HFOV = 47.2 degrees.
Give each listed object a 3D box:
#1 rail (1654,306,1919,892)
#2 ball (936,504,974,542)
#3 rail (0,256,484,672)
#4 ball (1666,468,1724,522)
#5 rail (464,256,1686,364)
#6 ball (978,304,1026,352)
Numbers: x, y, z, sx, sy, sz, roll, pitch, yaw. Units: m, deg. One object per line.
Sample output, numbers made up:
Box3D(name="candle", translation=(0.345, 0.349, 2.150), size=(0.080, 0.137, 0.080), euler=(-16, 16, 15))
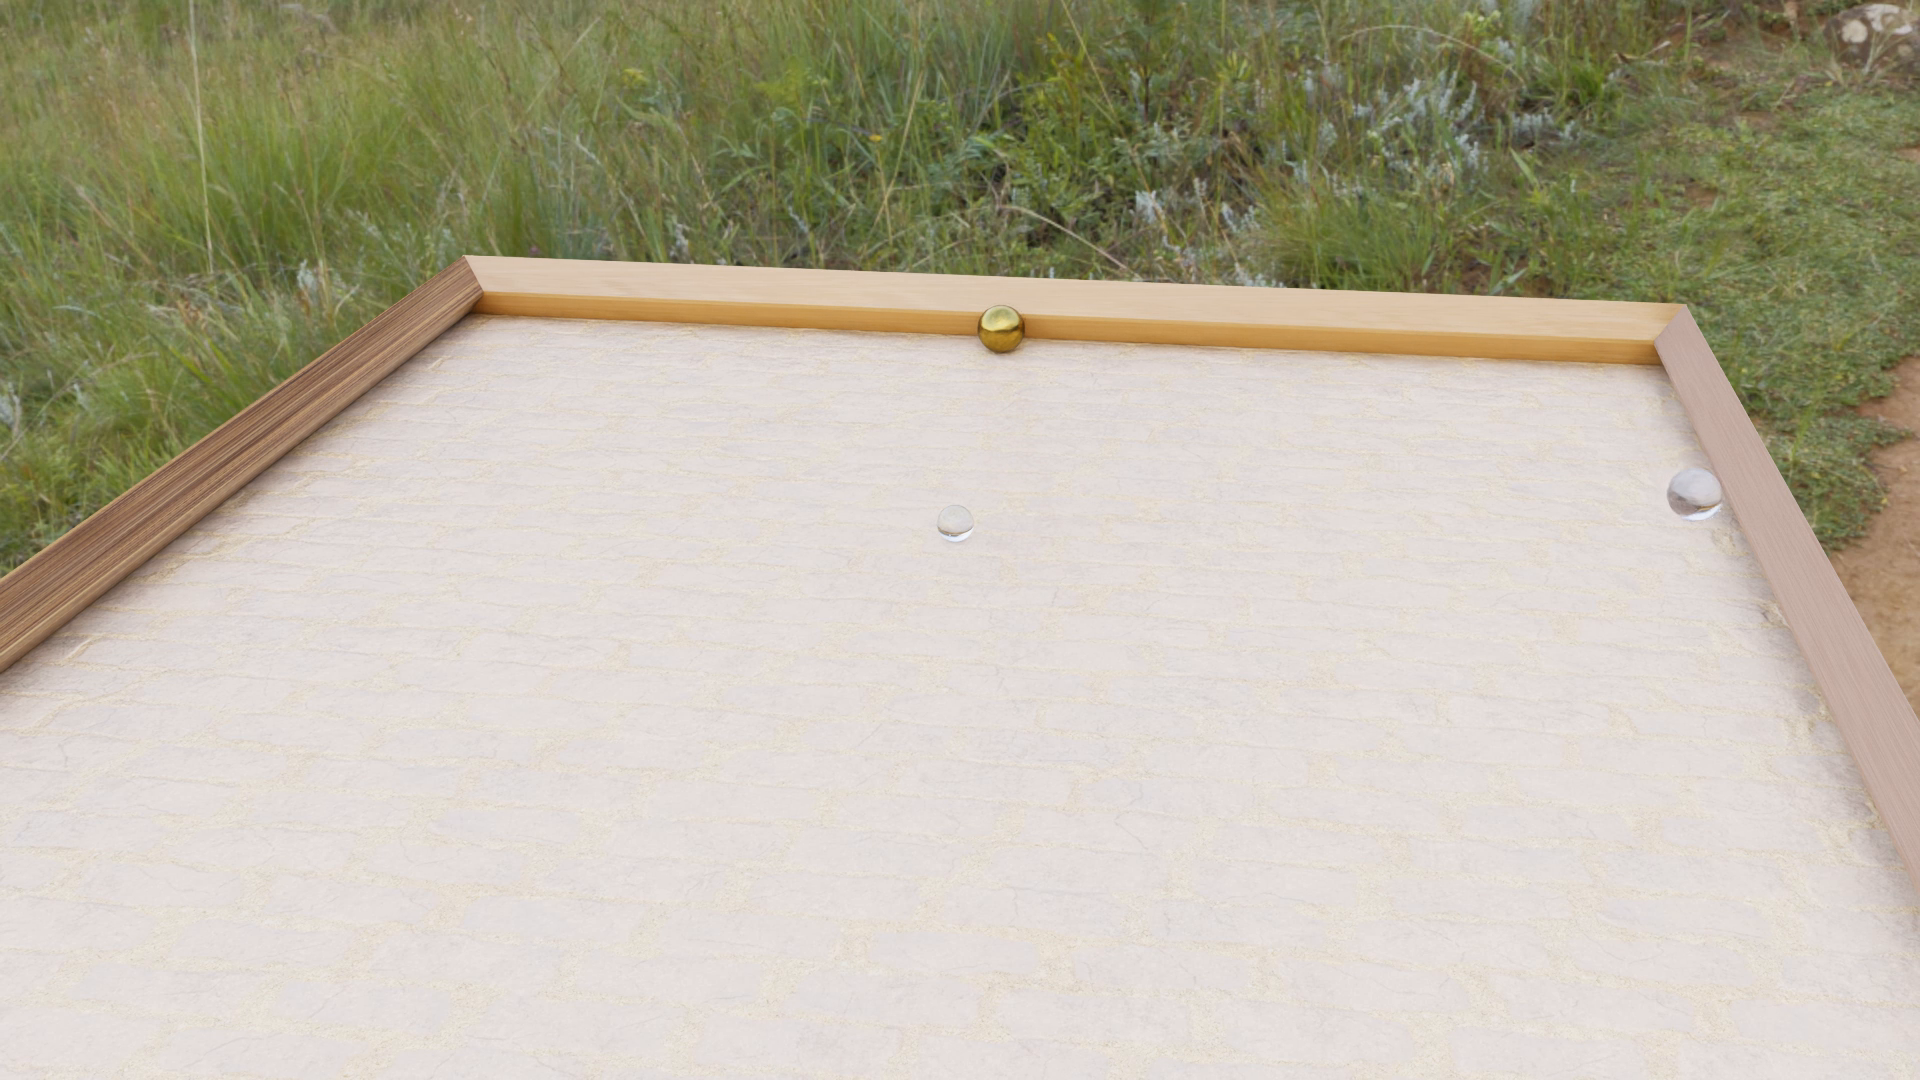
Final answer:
Box3D(name="rail", translation=(0.747, 0.364, 1.528), size=(0.045, 0.092, 3.586), euler=(3, 22, 8))
Box3D(name="ball", translation=(-0.005, -0.019, 2.548), size=(0.043, 0.043, 0.043), euler=(0, 22, 0))
Box3D(name="rail", translation=(-1.018, 0.263, 1.778), size=(0.045, 0.092, 3.586), euler=(3, 22, 8))
Box3D(name="ball", translation=(0.871, -0.054, 2.608), size=(0.064, 0.064, 0.064), euler=(0, 22, 0))
Box3D(name="rail", translation=(0.132, -0.339, 3.276), size=(1.832, 0.092, 0.045), euler=(3, 22, 8))
Box3D(name="ball", translation=(0.061, -0.311, 3.237), size=(0.071, 0.071, 0.071), euler=(0, 22, 0))
